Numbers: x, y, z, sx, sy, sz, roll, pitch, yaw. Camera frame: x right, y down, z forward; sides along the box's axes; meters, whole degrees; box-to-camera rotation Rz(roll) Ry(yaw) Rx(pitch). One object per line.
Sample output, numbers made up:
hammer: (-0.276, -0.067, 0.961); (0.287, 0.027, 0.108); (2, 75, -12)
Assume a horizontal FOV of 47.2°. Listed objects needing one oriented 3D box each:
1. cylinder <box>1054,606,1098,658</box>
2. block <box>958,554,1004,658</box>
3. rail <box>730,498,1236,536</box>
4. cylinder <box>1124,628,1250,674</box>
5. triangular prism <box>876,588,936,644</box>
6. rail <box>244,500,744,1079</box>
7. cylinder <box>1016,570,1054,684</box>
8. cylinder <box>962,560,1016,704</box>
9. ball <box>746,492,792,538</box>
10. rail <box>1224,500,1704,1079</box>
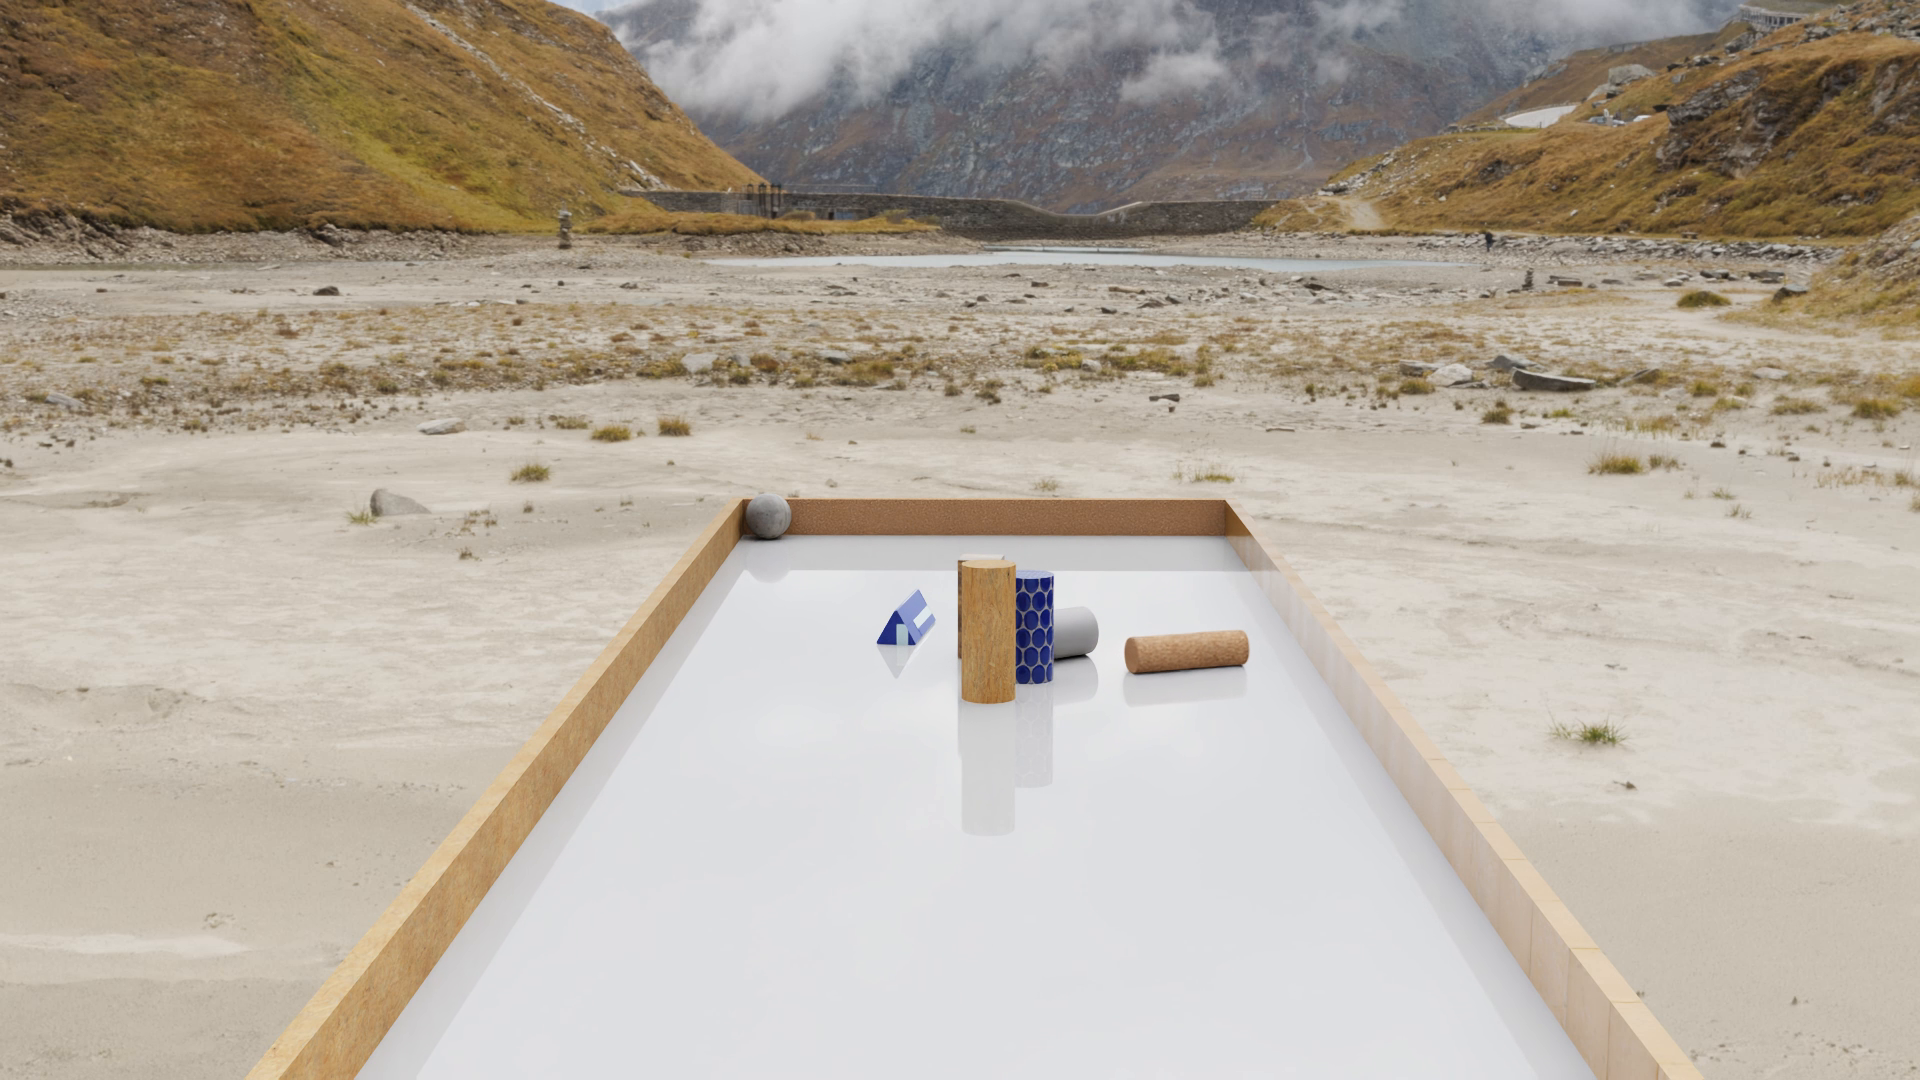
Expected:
cylinder: (0.217, 0.296, 6.668); (0.403, 0.149, 0.149); (-6, 11, -35)
block: (0.065, 0.203, 6.751); (0.127, 0.304, 0.127); (1, 9, 8)
rail: (0.099, -0.098, 9.147); (2.100, 0.150, 0.050); (0, 9, 1)
cylinder: (0.679, 0.331, 6.578); (0.364, 0.107, 0.107); (-3, 10, -20)
triangular prism: (-0.172, 0.244, 7.107); (0.124, 0.107, 0.388); (1, 9, 9)
rail: (-1.004, 0.839, 3.234); (0.050, 0.150, 12.000); (0, 9, 1)
cylinder: (0.199, 0.253, 6.422); (0.151, 0.310, 0.151); (0, 9, 0)
cylinder: (0.080, 0.256, 6.175); (0.152, 0.383, 0.152); (0, 9, 0)
ball: (-0.787, -0.099, 9.036); (0.188, 0.188, 0.188); (0, 9, 0)
rail: (1.046, 0.843, 3.208); (0.050, 0.150, 12.000); (0, 9, 1)
